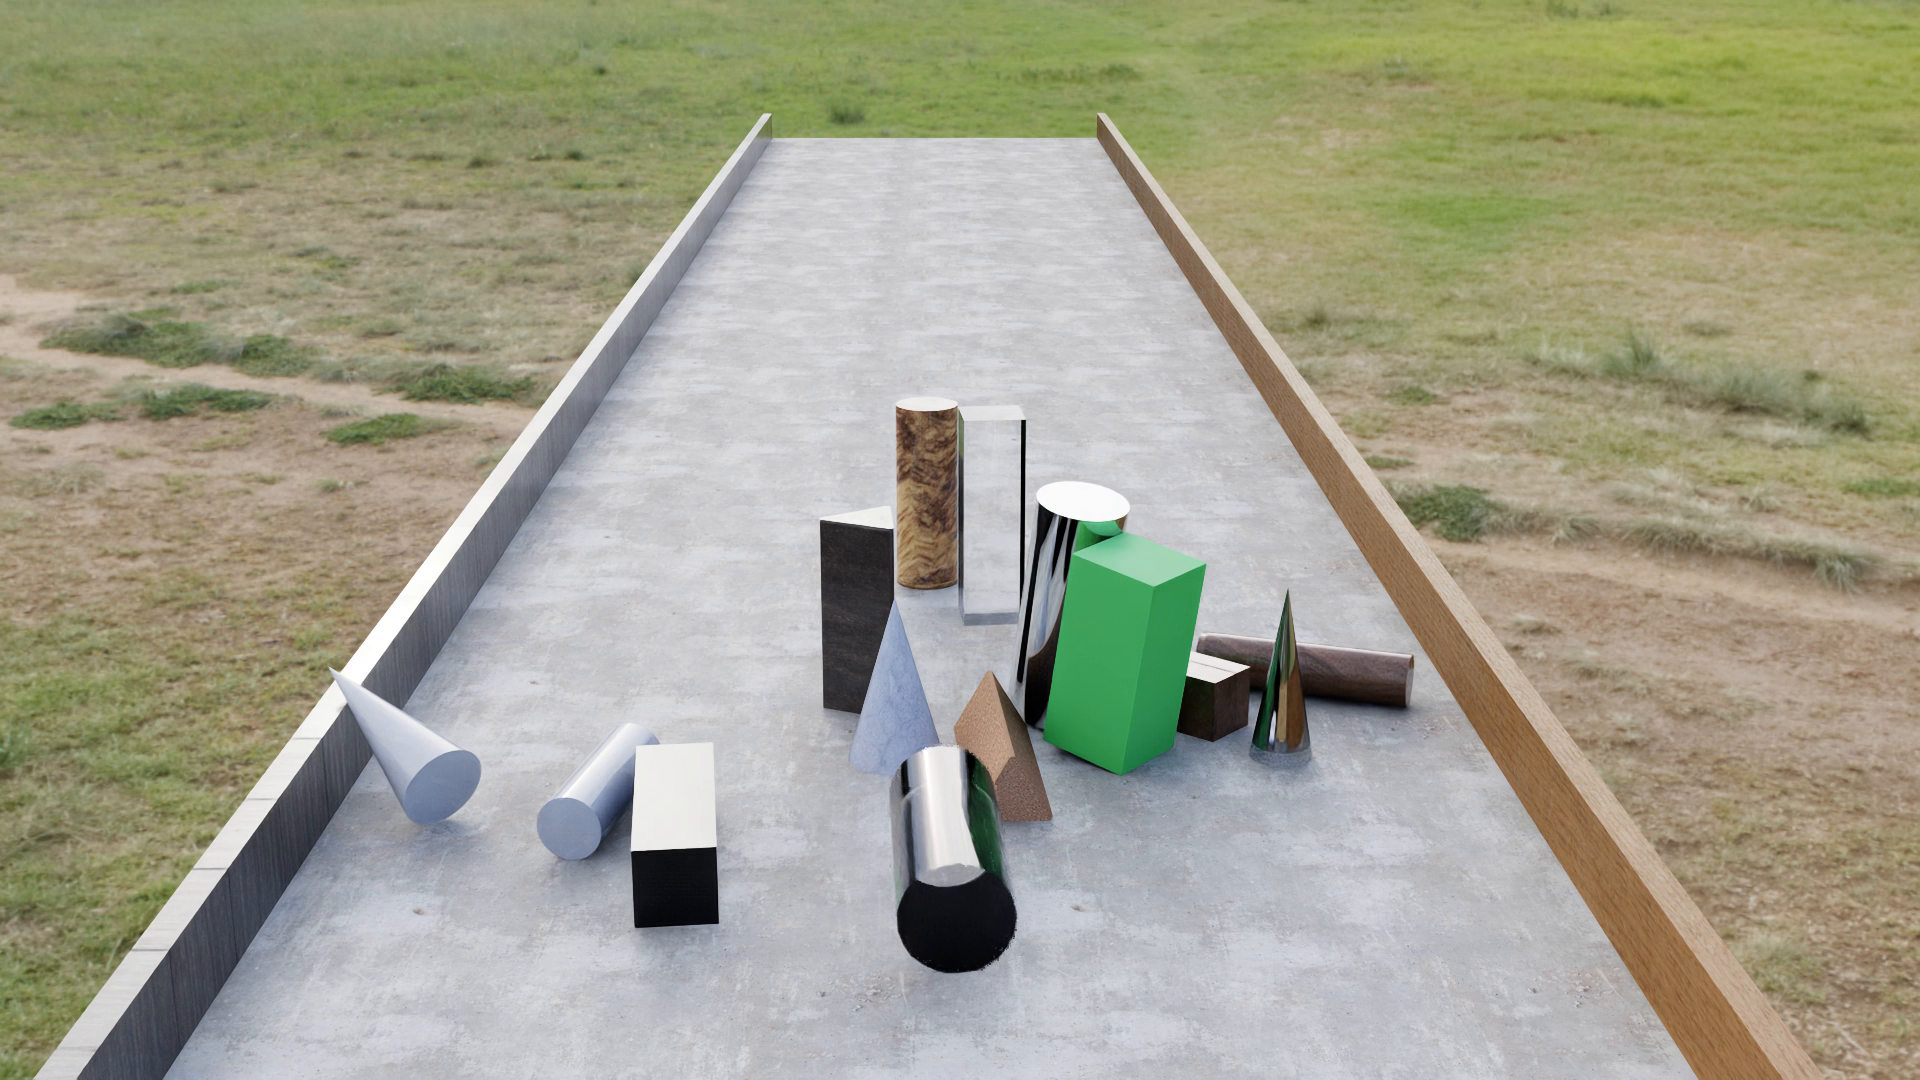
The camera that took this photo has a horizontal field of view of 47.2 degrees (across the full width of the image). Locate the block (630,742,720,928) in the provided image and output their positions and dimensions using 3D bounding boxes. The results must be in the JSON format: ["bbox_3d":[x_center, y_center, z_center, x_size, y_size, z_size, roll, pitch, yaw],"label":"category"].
[{"bbox_3d":[-0.448,0.458,3.467,0.126,0.126,0.417,-2,17,-7],"label":"block"}]

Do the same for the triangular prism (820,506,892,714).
[{"bbox_3d":[-0.163,0.131,4.137,0.151,0.371,0.131,8,18,25],"label":"triangular prism"}]

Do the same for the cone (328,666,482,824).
[{"bbox_3d":[-0.973,0.313,3.715,0.147,0.147,0.370,-16,42,-43],"label":"cone"}]

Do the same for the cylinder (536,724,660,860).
[{"bbox_3d":[-0.594,0.413,3.649,0.108,0.108,0.325,3,17,9],"label":"cylinder"}]

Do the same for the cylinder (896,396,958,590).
[{"bbox_3d":[-0.073,-0.103,4.863,0.137,0.405,0.137,0,17,0],"label":"cylinder"}]

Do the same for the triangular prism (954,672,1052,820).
[{"bbox_3d":[0.071,0.351,3.834,0.132,0.114,0.416,-2,17,-4],"label":"triangular prism"}]

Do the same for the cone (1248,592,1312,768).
[{"bbox_3d":[0.573,0.233,3.888,0.113,0.317,0.113,0,17,0],"label":"cone"}]

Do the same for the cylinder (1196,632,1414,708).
[{"bbox_3d":[0.659,0.247,4.217,0.404,0.101,0.101,6,18,19],"label":"cylinder"}]

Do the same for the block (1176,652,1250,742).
[{"bbox_3d":[0.352,0.265,4.136,0.381,0.114,0.114,14,21,39],"label":"block"}]

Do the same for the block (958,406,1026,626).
[{"bbox_3d":[0.066,-0.051,4.623,0.127,0.443,0.127,-2,17,-5],"label":"block"}]

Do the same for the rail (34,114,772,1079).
[{"bbox_3d":[-1.118,-0.838,7.780,0.050,0.150,12.000,0,17,-1],"label":"rail"}]

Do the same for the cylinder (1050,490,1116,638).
[{"bbox_3d":[0.247,0.072,4.417,0.130,0.324,0.130,0,17,0],"label":"cylinder"}]

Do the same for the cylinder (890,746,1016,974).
[{"bbox_3d":[-0.017,0.475,3.331,0.171,0.171,0.443,-1,17,-3],"label":"cylinder"}]

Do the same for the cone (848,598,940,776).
[{"bbox_3d":[-0.114,0.243,3.879,0.171,0.301,0.171,0,17,0],"label":"cone"}]

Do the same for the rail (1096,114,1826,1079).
[{"bbox_3d":[0.932,-0.844,7.801,0.050,0.150,12.000,0,17,-1],"label":"rail"}]

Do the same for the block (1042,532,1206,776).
[{"bbox_3d":[0.289,0.199,3.883,0.171,0.363,0.171,22,26,32],"label":"block"}]

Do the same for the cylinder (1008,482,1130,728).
[{"bbox_3d":[0.196,0.122,4.026,0.168,0.427,0.168,6,25,-3],"label":"cylinder"}]
